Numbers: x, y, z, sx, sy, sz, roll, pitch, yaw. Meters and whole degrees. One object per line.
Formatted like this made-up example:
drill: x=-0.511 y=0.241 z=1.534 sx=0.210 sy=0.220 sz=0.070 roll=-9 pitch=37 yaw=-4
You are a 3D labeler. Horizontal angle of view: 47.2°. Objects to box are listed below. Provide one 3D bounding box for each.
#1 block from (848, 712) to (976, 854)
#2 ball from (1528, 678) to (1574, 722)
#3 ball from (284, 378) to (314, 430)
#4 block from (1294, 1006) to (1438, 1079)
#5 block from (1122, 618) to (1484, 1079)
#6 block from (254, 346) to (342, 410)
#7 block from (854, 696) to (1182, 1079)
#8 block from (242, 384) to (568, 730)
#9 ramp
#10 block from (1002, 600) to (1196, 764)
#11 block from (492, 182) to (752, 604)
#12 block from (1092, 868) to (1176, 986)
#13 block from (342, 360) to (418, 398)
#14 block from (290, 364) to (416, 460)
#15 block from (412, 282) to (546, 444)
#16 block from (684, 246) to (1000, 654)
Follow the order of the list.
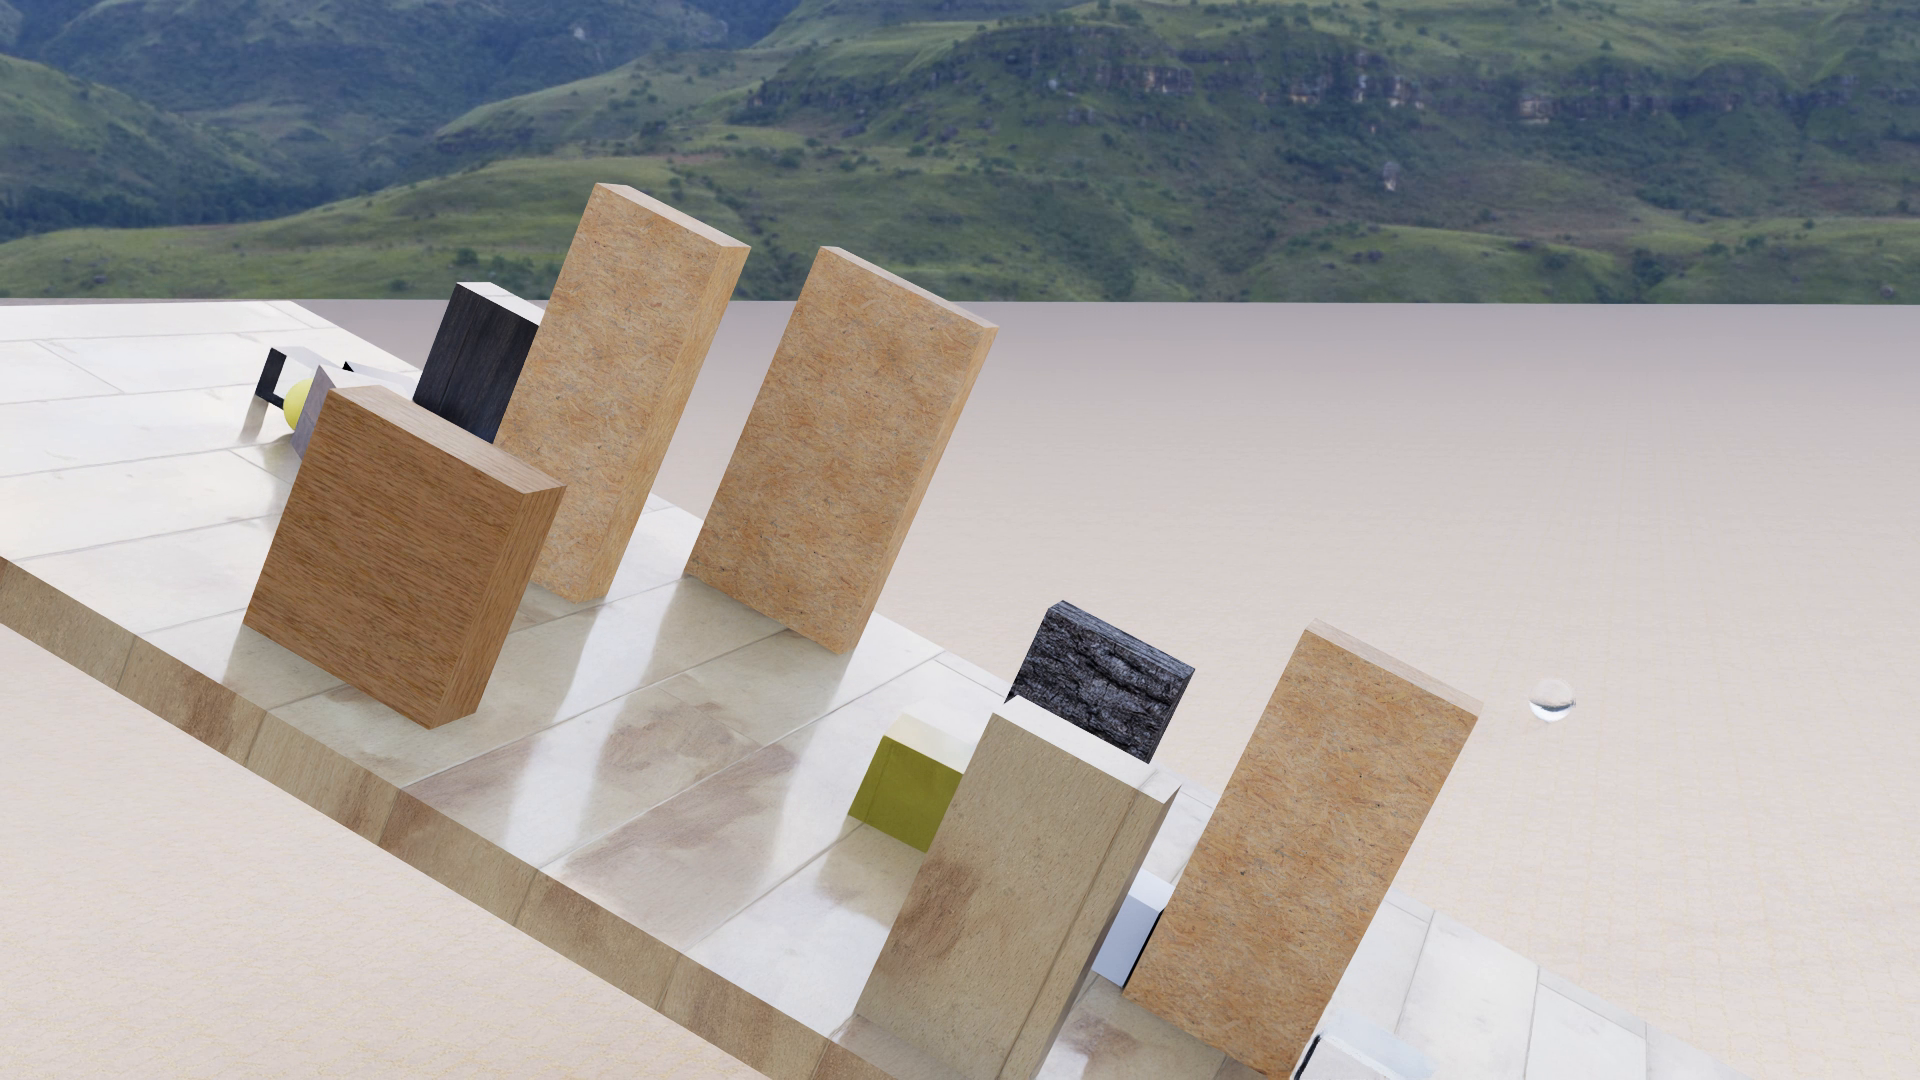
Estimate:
block: x=-0.079 y=0.439 z=3.986 sx=0.165 sy=0.165 sz=0.165 roll=26 pitch=13 yaw=6
ball: x=2.454 y=0.665 z=9.127 sx=0.178 sy=0.178 sz=0.178 roll=0 pitch=7 yaw=0
ball: x=-1.348 y=-0.275 z=4.597 sx=0.128 sy=0.128 sz=0.128 roll=0 pitch=7 yaw=0
block: x=0.626 y=0.882 z=3.493 sx=0.176 sy=0.176 sz=0.176 roll=29 pitch=14 yaw=18
block: x=0.564 y=0.516 z=3.644 sx=0.305 sy=0.704 sz=0.123 roll=27 pitch=14 yaw=12
block: x=-1.429 y=-0.343 z=4.753 sx=0.112 sy=0.112 sz=0.112 roll=28 pitch=14 yaw=15
block: x=0.083 y=0.522 z=3.211 sx=0.274 sy=0.507 sz=0.133 roll=27 pitch=14 yaw=12
block: x=-0.905 y=0.023 z=3.580 sx=0.375 sy=0.425 sz=0.149 roll=27 pitch=14 yaw=12
ramp: x=-0.267 y=0.456 z=4.172 sx=4.000 sy=0.100 sz=2.000 roll=27 pitch=14 yaw=12
block: x=0.192 y=0.389 z=3.968 sx=0.271 sy=0.482 sz=0.106 roll=27 pitch=14 yaw=12
block: x=-0.711 y=-0.289 z=4.362 sx=0.290 sy=0.773 sz=0.142 roll=27 pitch=14 yaw=12
block: x=0.269 y=0.652 z=3.807 sx=0.151 sy=0.151 sz=0.151 roll=29 pitch=14 yaw=17
block: x=-1.243 y=-0.267 z=4.693 sx=0.154 sy=0.154 sz=0.154 roll=14 pitch=17 yaw=-37
block: x=-1.232 y=-0.226 z=4.498 sx=0.180 sy=0.180 sz=0.180 roll=14 pitch=17 yaw=-37
block: x=-0.932 y=-0.255 z=4.578 sx=0.384 sy=0.437 sz=0.138 roll=27 pitch=14 yaw=12
block: x=-0.262 y=-0.193 z=4.764 sx=0.403 sy=0.780 sz=0.109 roll=27 pitch=14 yaw=12
